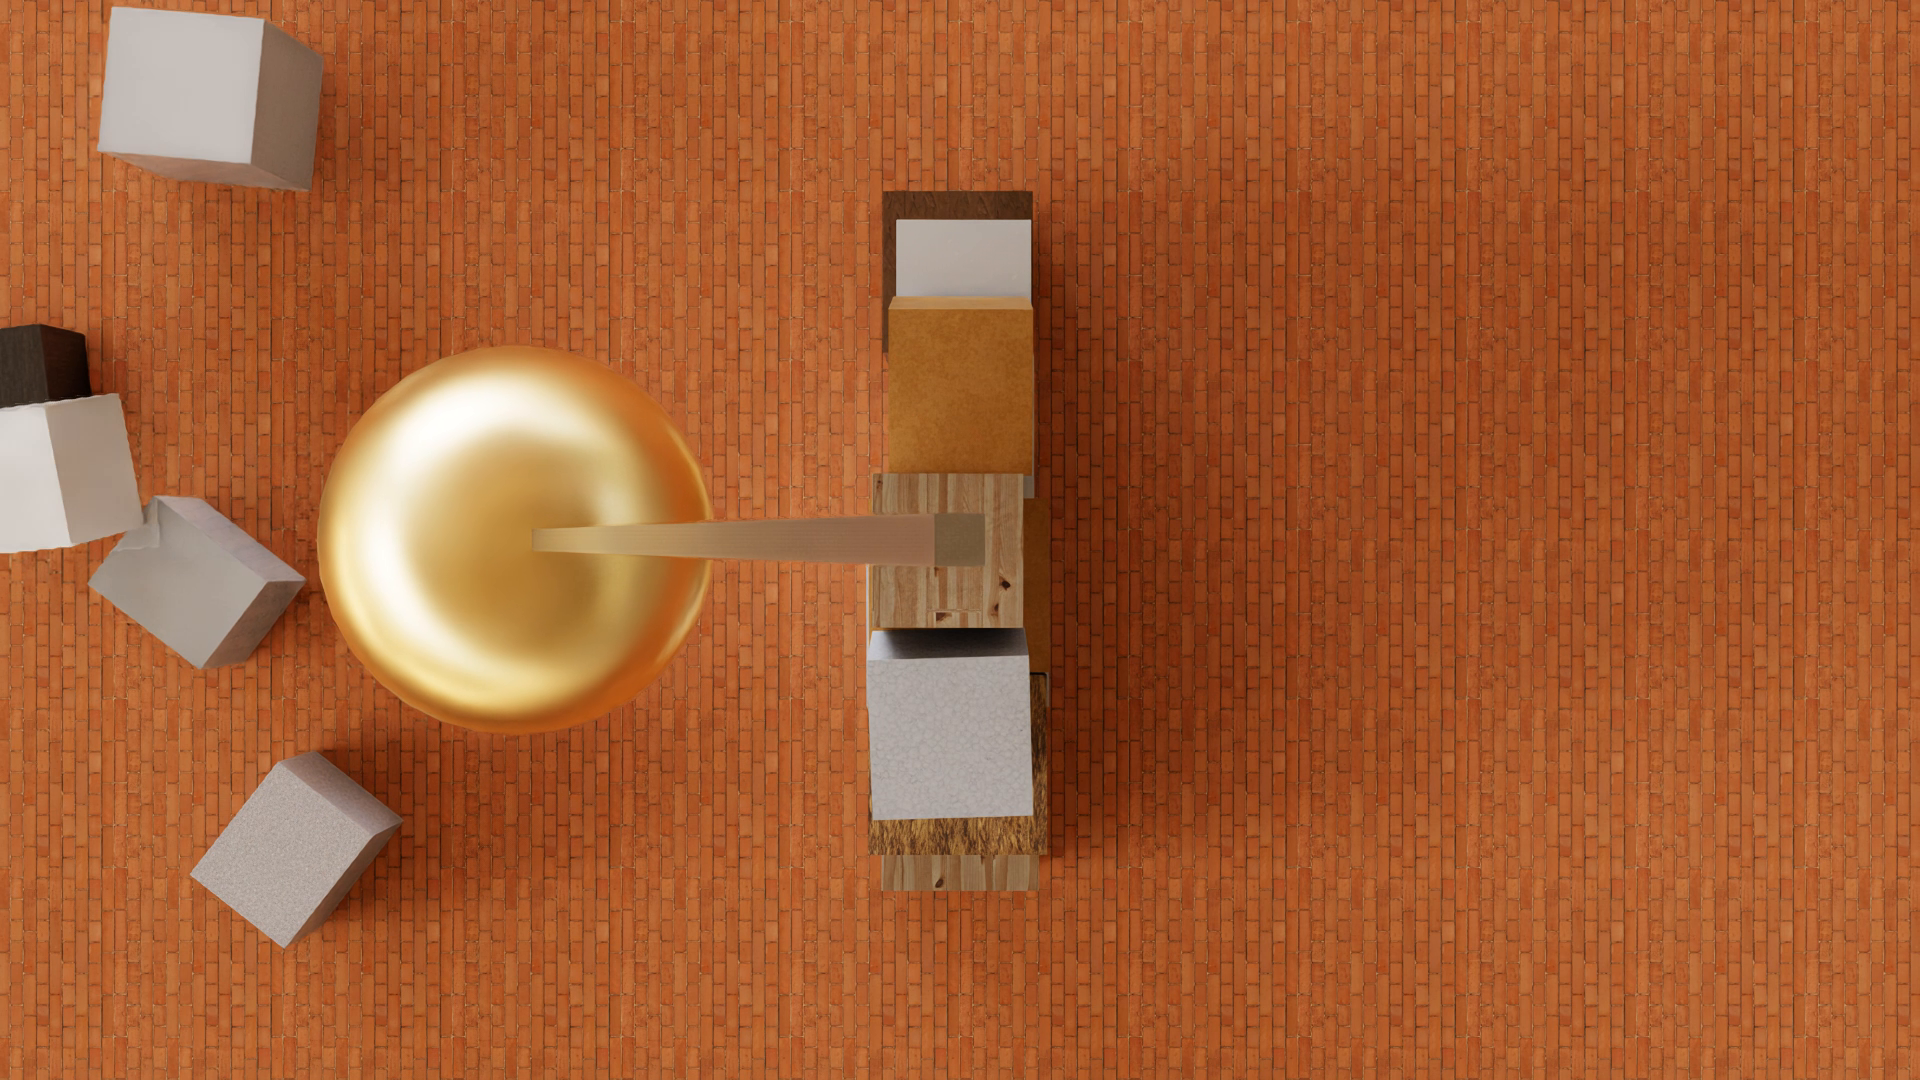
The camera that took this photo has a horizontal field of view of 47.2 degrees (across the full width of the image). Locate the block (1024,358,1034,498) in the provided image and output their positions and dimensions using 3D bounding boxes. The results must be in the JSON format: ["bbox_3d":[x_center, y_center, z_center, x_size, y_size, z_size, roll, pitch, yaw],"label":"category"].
[{"bbox_3d":[0.017,-0.568,12.529,0.781,0.942,0.905,0,90,0],"label":"block"}]

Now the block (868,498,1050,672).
[{"bbox_3d":[-0.006,0.231,11.585,0.911,0.919,0.880,0,90,0],"label":"block"}]

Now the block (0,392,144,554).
[{"bbox_3d":[-4.993,-0.354,11.933,0.718,0.632,0.747,-5,99,16],"label":"block"}]

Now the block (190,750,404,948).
[{"bbox_3d":[-3.797,1.763,12.648,0.675,0.703,0.801,38,90,0],"label":"block"}]

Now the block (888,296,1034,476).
[{"bbox_3d":[0.003,-0.778,10.934,0.690,0.812,0.801,0,100,0],"label":"block"}]

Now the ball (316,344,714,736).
[{"bbox_3d":[-1.808,0.000,9.023,1.600,1.600,1.600,0,90,0],"label":"ball"}]

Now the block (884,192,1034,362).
[{"bbox_3d":[-0.011,-1.475,12.548,0.825,0.905,0.889,0,90,0],"label":"block"}]

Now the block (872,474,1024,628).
[{"bbox_3d":[-0.059,0.049,10.706,0.709,0.839,0.721,0,90,0],"label":"block"}]

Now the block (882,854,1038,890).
[{"bbox_3d":[0.001,1.425,12.516,0.862,0.969,0.990,0,90,0],"label":"block"}]

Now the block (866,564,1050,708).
[{"bbox_3d":[-0.013,0.402,12.522,1.000,0.956,1.026,0,90,0],"label":"block"}]

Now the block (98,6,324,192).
[{"bbox_3d":[-4.239,-2.489,12.507,0.859,0.937,0.796,5,90,3],"label":"block"}]

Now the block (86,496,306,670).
[{"bbox_3d":[-4.358,0.239,12.617,0.794,0.762,0.618,37,90,0],"label":"block"}]

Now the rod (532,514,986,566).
[{"bbox_3d":[-0.784,0.000,5.781,0.080,5.200,0.080,0,90,-18],"label":"rod"}]

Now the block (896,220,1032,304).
[{"bbox_3d":[0.019,-1.272,11.706,0.695,0.734,0.722,0,86,0],"label":"block"}]

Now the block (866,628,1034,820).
[{"bbox_3d":[-0.046,0.889,10.810,0.768,0.692,0.783,-2,99,0],"label":"block"}]

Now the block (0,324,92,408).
[{"bbox_3d":[-5.416,-0.874,12.686,0.555,0.627,0.626,-7,90,0],"label":"block"}]

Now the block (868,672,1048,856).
[{"bbox_3d":[-0.013,1.147,11.623,0.913,0.816,0.918,0,90,0],"label":"block"}]
